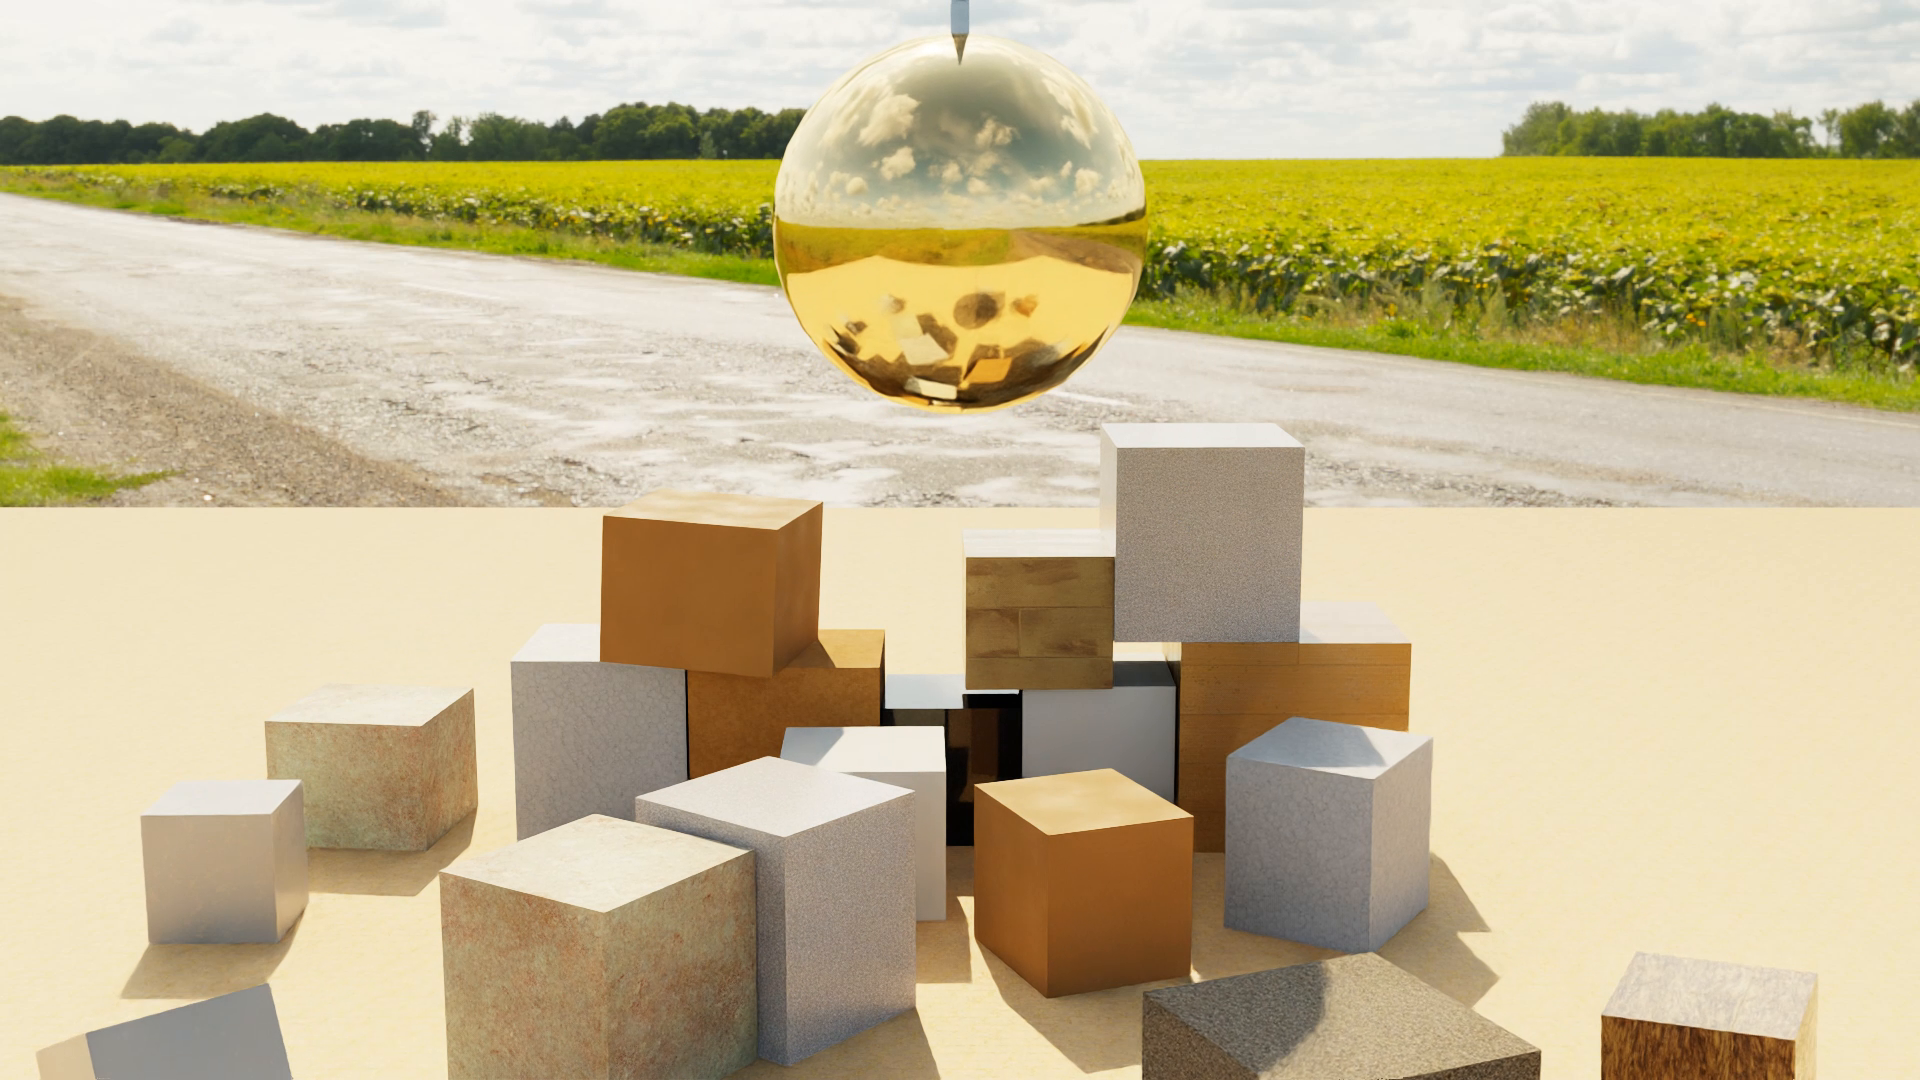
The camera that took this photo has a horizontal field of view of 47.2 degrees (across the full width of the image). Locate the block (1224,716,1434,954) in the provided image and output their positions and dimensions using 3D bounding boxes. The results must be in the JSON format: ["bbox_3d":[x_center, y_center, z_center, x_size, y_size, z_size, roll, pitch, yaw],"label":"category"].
[{"bbox_3d":[1.676,1.325,9.977,0.689,0.809,0.742,6,13,31],"label":"block"}]

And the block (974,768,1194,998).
[{"bbox_3d":[0.522,1.467,9.527,0.672,0.706,0.779,-4,11,-22],"label":"block"}]

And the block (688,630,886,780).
[{"bbox_3d":[-0.872,1.015,11.359,0.948,0.940,0.863,0,10,0],"label":"block"}]

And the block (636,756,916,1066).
[{"bbox_3d":[-0.738,1.471,8.902,0.815,0.920,0.768,8,13,38],"label":"block"}]

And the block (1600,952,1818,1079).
[{"bbox_3d":[2.555,1.853,7.491,0.607,0.647,0.645,2,10,27],"label":"block"}]

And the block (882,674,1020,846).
[{"bbox_3d":[-0.043,1.127,11.372,0.690,0.714,0.713,0,10,0],"label":"block"}]

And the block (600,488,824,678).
[{"bbox_3d":[-1.235,0.197,11.063,0.873,0.726,0.909,5,10,10],"label":"block"}]

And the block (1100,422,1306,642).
[{"bbox_3d":[1.204,-0.055,11.175,0.913,0.967,0.911,0,10,-1],"label":"block"}]

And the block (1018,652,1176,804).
[{"bbox_3d":[0.694,1.070,11.379,0.763,0.824,0.732,0,10,0],"label":"block"}]

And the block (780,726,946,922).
[{"bbox_3d":[-0.451,1.321,10.323,0.761,0.708,0.768,0,10,-1],"label":"block"}]

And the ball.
[{"bbox_3d":[0.000,-1.334,9.338,1.600,1.600,1.600,0,10,0],"label":"ball"}]

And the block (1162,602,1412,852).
[{"bbox_3d":[1.650,0.945,11.375,1.131,1.071,0.994,0,10,0],"label":"block"}]

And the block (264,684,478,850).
[{"bbox_3d":[-3.026,1.161,11.376,0.813,0.646,0.780,1,10,7],"label":"block"}]

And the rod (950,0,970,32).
[{"bbox_3d":[0.000,-4.721,9.629,0.080,5.200,0.080,0,-5,0],"label":"rod"}]

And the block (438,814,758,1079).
[{"bbox_3d":[-1.352,1.615,8.317,0.816,0.847,0.839,7,12,33],"label":"block"}]

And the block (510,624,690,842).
[{"bbox_3d":[-1.788,0.999,11.361,0.861,0.970,0.859,0,10,0],"label":"block"}]

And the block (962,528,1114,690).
[{"bbox_3d":[0.383,0.340,11.216,0.729,0.669,0.790,0,10,-1],"label":"block"}]

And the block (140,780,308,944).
[{"bbox_3d":[-3.313,1.448,9.941,0.567,0.594,0.527,0,10,-2],"label":"block"}]

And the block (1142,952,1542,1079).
[{"bbox_3d":[1.153,1.888,6.824,0.865,0.843,0.879,-5,11,-24],"label":"block"}]

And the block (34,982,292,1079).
[{"bbox_3d":[-2.644,1.862,7.367,0.624,0.539,0.512,-9,-10,-42],"label":"block"}]
